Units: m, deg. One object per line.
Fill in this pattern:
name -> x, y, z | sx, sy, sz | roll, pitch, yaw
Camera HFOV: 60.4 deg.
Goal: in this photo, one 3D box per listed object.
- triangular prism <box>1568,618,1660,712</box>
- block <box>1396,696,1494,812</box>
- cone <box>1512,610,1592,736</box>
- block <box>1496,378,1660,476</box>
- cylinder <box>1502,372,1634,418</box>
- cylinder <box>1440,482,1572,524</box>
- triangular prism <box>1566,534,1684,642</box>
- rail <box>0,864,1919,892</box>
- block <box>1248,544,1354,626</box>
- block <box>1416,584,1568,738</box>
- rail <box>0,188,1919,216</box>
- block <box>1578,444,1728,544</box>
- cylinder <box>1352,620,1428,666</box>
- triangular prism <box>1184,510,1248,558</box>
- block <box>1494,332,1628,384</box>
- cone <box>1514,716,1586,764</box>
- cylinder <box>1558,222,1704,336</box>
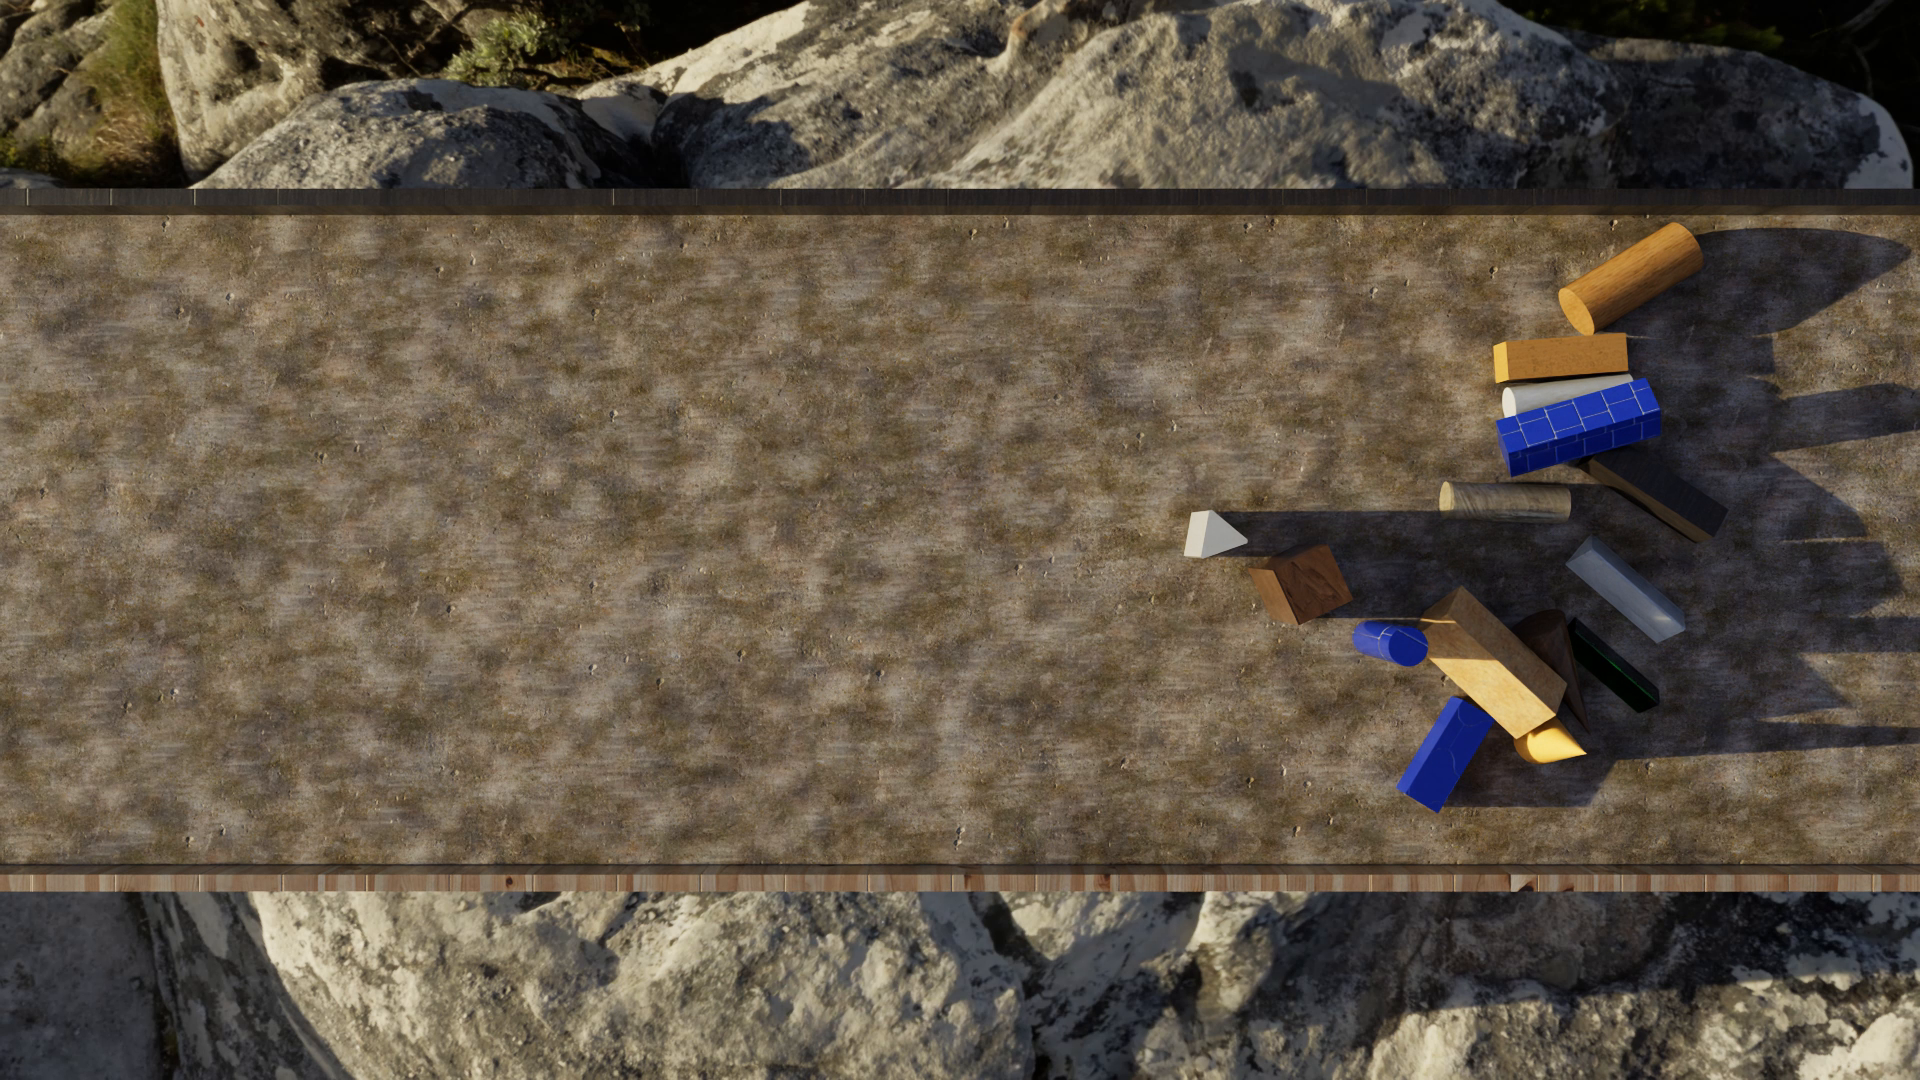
triangular prism -> 1.989, 0.386, 5.033 | 0.340, 0.083, 0.096 | 41, 90, 0
block -> 1.476, 0.651, 5.019 | 0.114, 0.114, 0.332 | 31, 90, 0
cone -> 1.847, 0.431, 5.036 | 0.166, 0.166, 0.412 | -29, 101, 0
block -> 1.851, -0.336, 4.944 | 0.442, 0.127, 0.127 | -16, 53, 12
cylinder -> 1.852, -0.431, 5.019 | 0.364, 0.115, 0.115 | -7, 90, 0
cylinder -> 1.657, -0.113, 5.018 | 0.362, 0.117, 0.117 | 2, 90, 0
triangular prism -> 2.042, 0.149, 5.020 | 0.371, 0.107, 0.124 | 41, 90, 0
rail -> -2.247, 1.025, 5.001 | 12.000, 0.150, 0.050 | 0, 90, 0
block -> 0.999, 0.128, 4.870 | 0.172, 0.412, 0.172 | -25, 90, 0
block -> 1.591, 0.367, 4.963 | 0.437, 0.161, 0.161 | 43, 134, 0
rail -> -2.247, -1.025, 5.002 | 12.000, 0.150, 0.050 | 0, 90, 0
block -> 2.105, -0.158, 5.015 | 0.433, 0.103, 0.103 | 33, 78, 0
cylinder -> 1.263, 0.301, 4.861 | 0.112, 0.430, 0.112 | 0, 90, 0
triangular prism -> 0.737, -0.029, 4.898 | 0.140, 0.356, 0.121 | -20, 90, 0
block -> 1.826, -0.553, 5.019 | 0.362, 0.115, 0.115 | -4, 90, 0
cone -> 1.785, 0.609, 4.888 | 0.163, 0.378, 0.163 | 0, 90, 0
cylinder -> 2.029, -0.789, 4.993 | 0.383, 0.169, 0.169 | -31, 90, 0
